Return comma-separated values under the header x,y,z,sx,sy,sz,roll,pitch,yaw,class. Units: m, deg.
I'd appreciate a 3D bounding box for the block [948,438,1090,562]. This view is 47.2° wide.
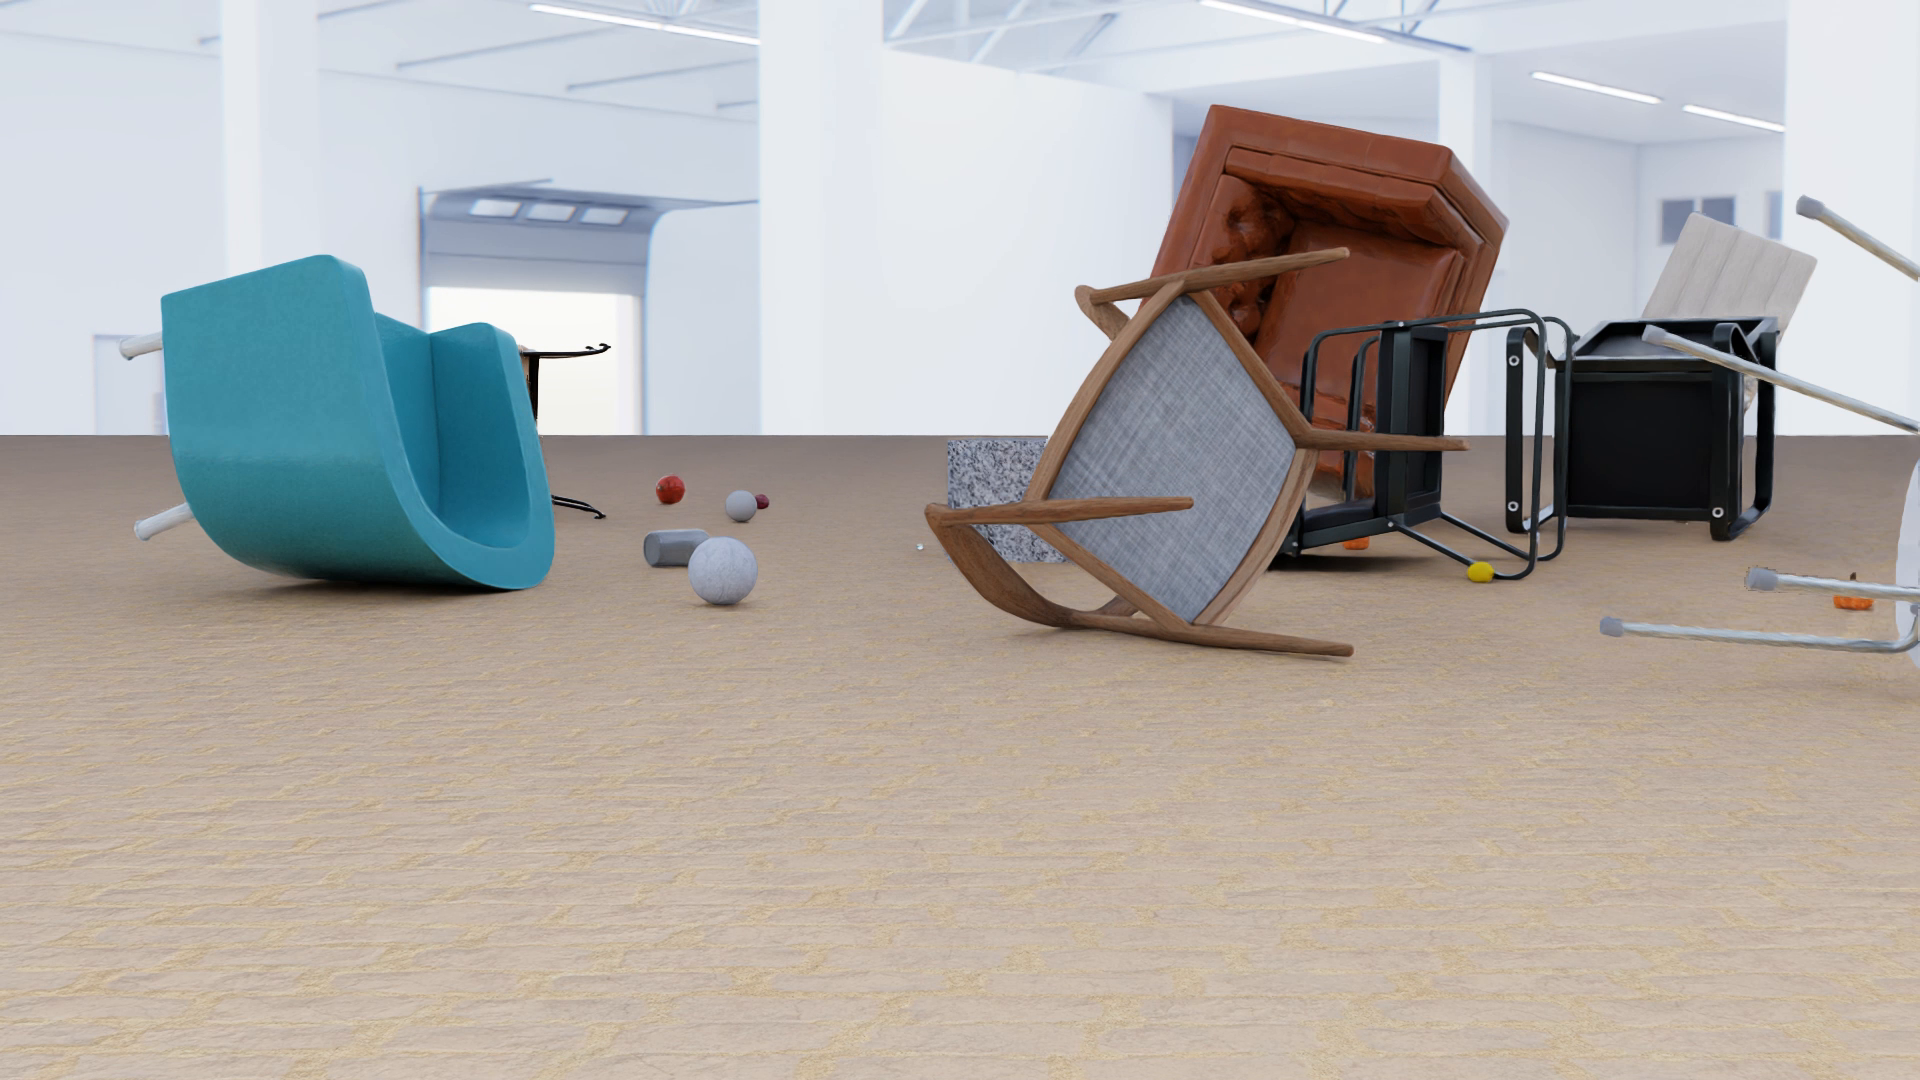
x,y,z,sx,sy,sz,roll,pitch,yaw,class
0.161,-0.111,5.871,0.311,0.314,0.310,1,4,17,block

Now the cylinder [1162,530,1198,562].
x,y,z,sx,sy,sz,roll,pitch,yaw,class
0.574,0.020,5.736,0.089,0.067,0.085,-26,9,16,cylinder

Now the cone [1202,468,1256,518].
x,y,z,sx,sy,sz,roll,pitch,yaw,class
0.902,-0.127,7.767,0.216,0.182,0.188,25,44,26,cone

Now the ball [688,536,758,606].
x,y,z,sx,sy,sz,roll,pitch,yaw,class
-0.492,0.064,4.561,0.145,0.145,0.145,0,4,0,ball

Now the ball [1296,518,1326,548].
x,y,z,sx,sy,sz,roll,pitch,yaw,class
0.995,-0.020,6.237,0.082,0.082,0.082,0,4,0,ball

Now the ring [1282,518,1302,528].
x,y,z,sx,sy,sz,roll,pitch,yaw,class
1.084,-0.056,7.166,0.061,0.028,0.081,-2,4,-12,ring

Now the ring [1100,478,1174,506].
x,y,z,sx,sy,sz,roll,pitch,yaw,class
0.677,-0.181,8.425,0.283,0.105,0.204,0,2,-6,ring

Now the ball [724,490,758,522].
x,y,z,sx,sy,sz,roll,pitch,yaw,class
-0.739,-0.115,7.424,0.109,0.109,0.109,0,4,0,ball
